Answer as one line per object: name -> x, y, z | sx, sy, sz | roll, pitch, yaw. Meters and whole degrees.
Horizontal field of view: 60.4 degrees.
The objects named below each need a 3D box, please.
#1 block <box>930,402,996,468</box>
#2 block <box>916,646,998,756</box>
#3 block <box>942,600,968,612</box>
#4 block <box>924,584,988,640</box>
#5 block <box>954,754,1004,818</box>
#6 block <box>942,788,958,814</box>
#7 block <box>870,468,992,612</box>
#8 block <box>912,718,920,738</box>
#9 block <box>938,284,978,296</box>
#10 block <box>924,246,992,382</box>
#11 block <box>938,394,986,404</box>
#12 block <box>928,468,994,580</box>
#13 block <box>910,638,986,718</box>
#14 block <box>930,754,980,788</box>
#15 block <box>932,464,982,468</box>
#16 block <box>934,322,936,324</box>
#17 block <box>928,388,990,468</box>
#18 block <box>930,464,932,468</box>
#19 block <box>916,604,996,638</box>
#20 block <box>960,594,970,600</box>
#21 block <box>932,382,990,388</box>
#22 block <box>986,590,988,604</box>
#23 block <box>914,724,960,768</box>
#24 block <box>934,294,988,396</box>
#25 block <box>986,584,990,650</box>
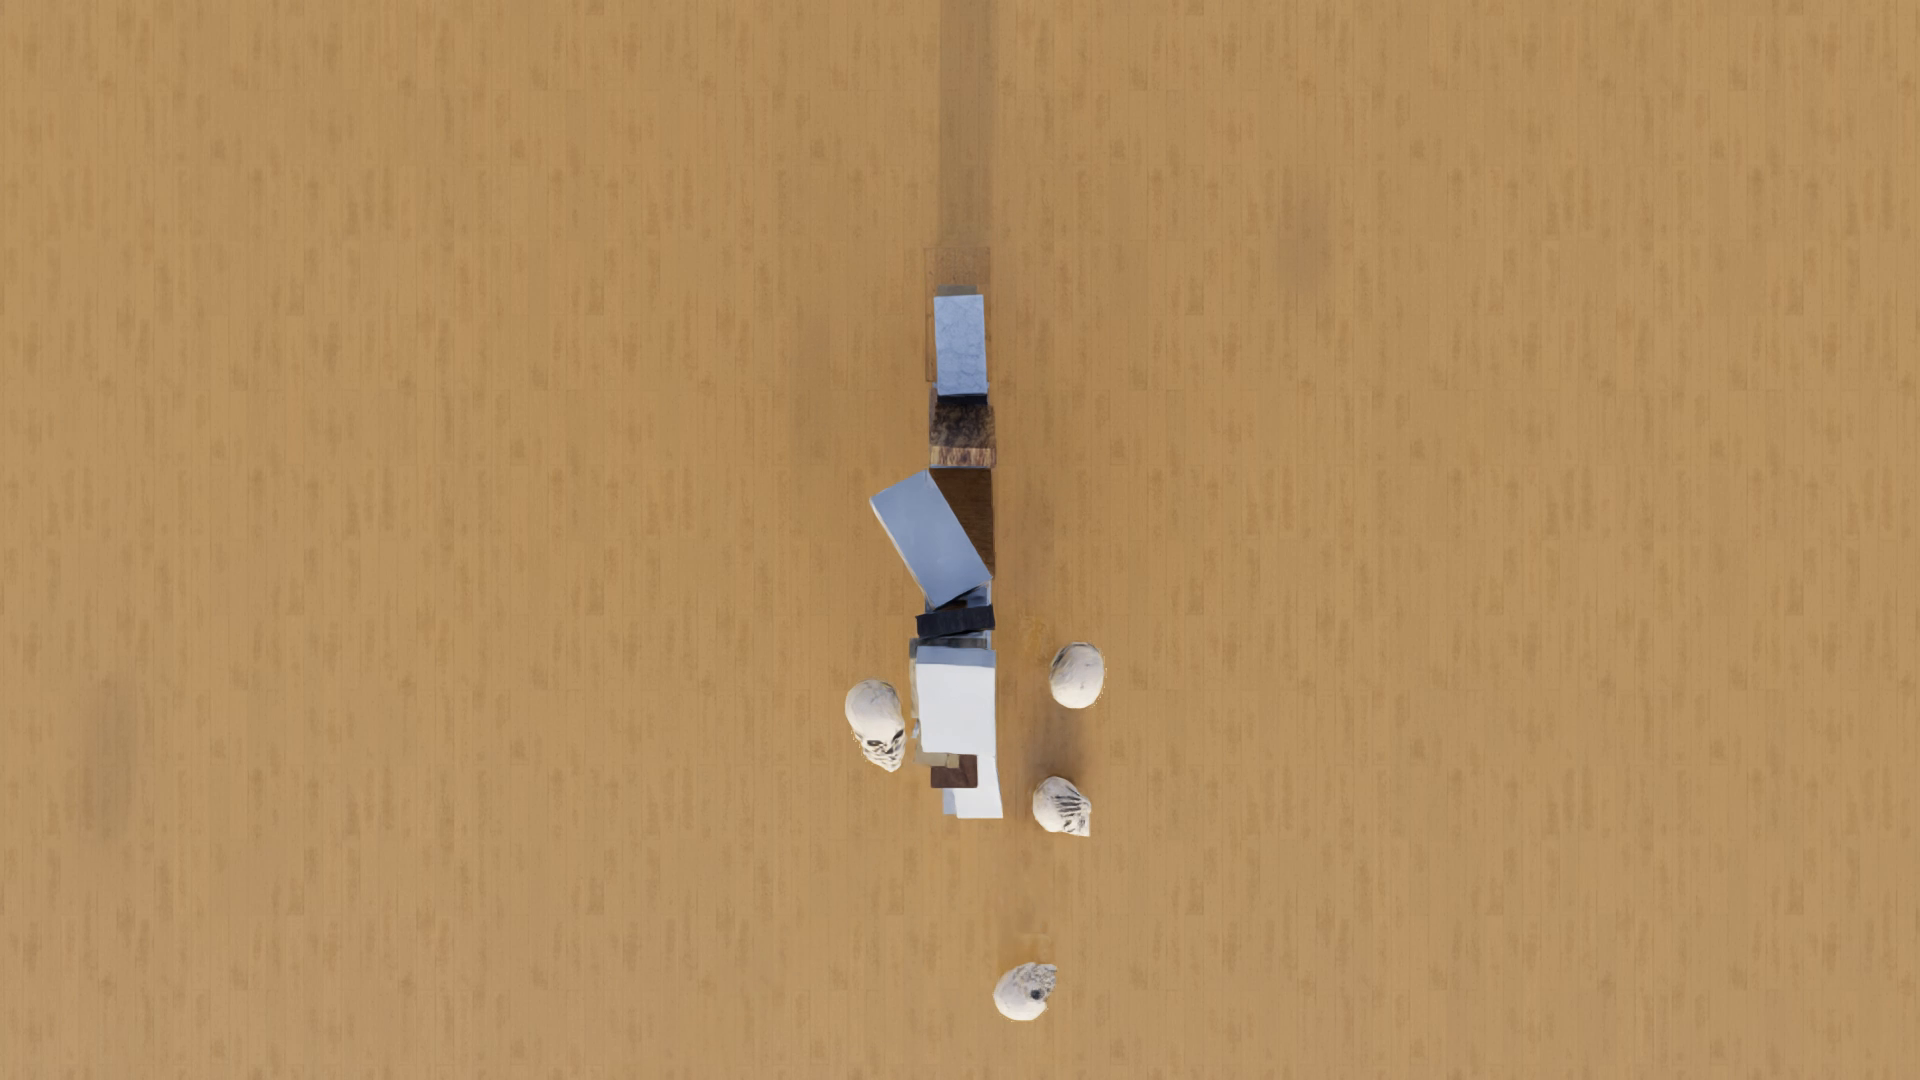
block -> 0.010, -0.261, 4.017 | 0.152, 0.520, 0.043 | 2, 106, 0
block -> -0.004, 0.371, 3.772 | 0.174, 0.347, 0.049 | 3, 49, 5
block -> -0.013, 0.147, 3.965 | 0.062, 0.124, 0.018 | -1, 103, 0
block -> -0.011, 0.179, 4.048 | 0.151, 0.043, 0.302 | 1, 90, 0
block -> 0.045, 0.687, 4.695 | 0.130, 0.037, 0.259 | -3, 126, 7
block -> 0.026, 0.640, 4.820 | 0.157, 0.044, 0.314 | -1, 89, -2
block -> -0.069, 0.000, 3.820 | 0.152, 0.043, 0.303 | -28, 77, -13
block -> -0.049, 0.485, 4.414 | 0.115, 0.230, 0.033 | 15, 108, 5
block -> -0.006, -0.540, 4.151 | 0.100, 0.028, 0.201 | -1, 90, 0
block -> -0.006, -0.599, 4.391 | 0.176, 0.050, 0.353 | -1, 90, 0
block -> 0.005, -0.322, 4.291 | 0.128, 0.036, 0.256 | 0, 90, 0
block -> 0.002, -0.039, 3.952 | 0.152, 0.043, 0.303 | -2, 55, 0
block -> -0.033, 0.341, 3.982 | 0.174, 0.564, 0.049 | 1, 70, -1
block -> -0.017, 0.550, 4.543 | 0.130, 0.037, 0.259 | -2, 87, 7
block -> -0.004, -0.112, 4.077 | 0.139, 0.039, 0.277 | 2, 91, 0
block -> -0.002, -0.535, 4.021 | 0.115, 0.230, 0.033 | -1, 91, 0
block -> -0.002, -0.252, 4.590 | 0.168, 0.048, 0.336 | 0, 90, 0
block -> -0.004, -0.165, 4.331 | 0.139, 0.469, 0.039 | 0, 82, 0
block -> -0.007, 0.194, 3.852 | 0.174, 0.347, 0.049 | -8, 86, 0
block -> -0.008, 0.093, 3.978 | 0.062, 0.018, 0.124 | -1, 45, 0
block -> 0.000, -0.567, 4.792 | 0.166, 0.047, 0.331 | -1, 90, 0
block -> -0.004, 0.119, 4.222 | 0.151, 0.302, 0.043 | 0, 77, 0
block -> -0.047, 0.469, 4.274 | 0.115, 0.033, 0.230 | 8, 90, -3
block -> 0.001, -0.458, 3.888 | 0.115, 0.033, 0.230 | -3, 89, 0
block -> -0.003, 0.220, 4.397 | 0.170, 0.048, 0.339 | 0, 90, 0
